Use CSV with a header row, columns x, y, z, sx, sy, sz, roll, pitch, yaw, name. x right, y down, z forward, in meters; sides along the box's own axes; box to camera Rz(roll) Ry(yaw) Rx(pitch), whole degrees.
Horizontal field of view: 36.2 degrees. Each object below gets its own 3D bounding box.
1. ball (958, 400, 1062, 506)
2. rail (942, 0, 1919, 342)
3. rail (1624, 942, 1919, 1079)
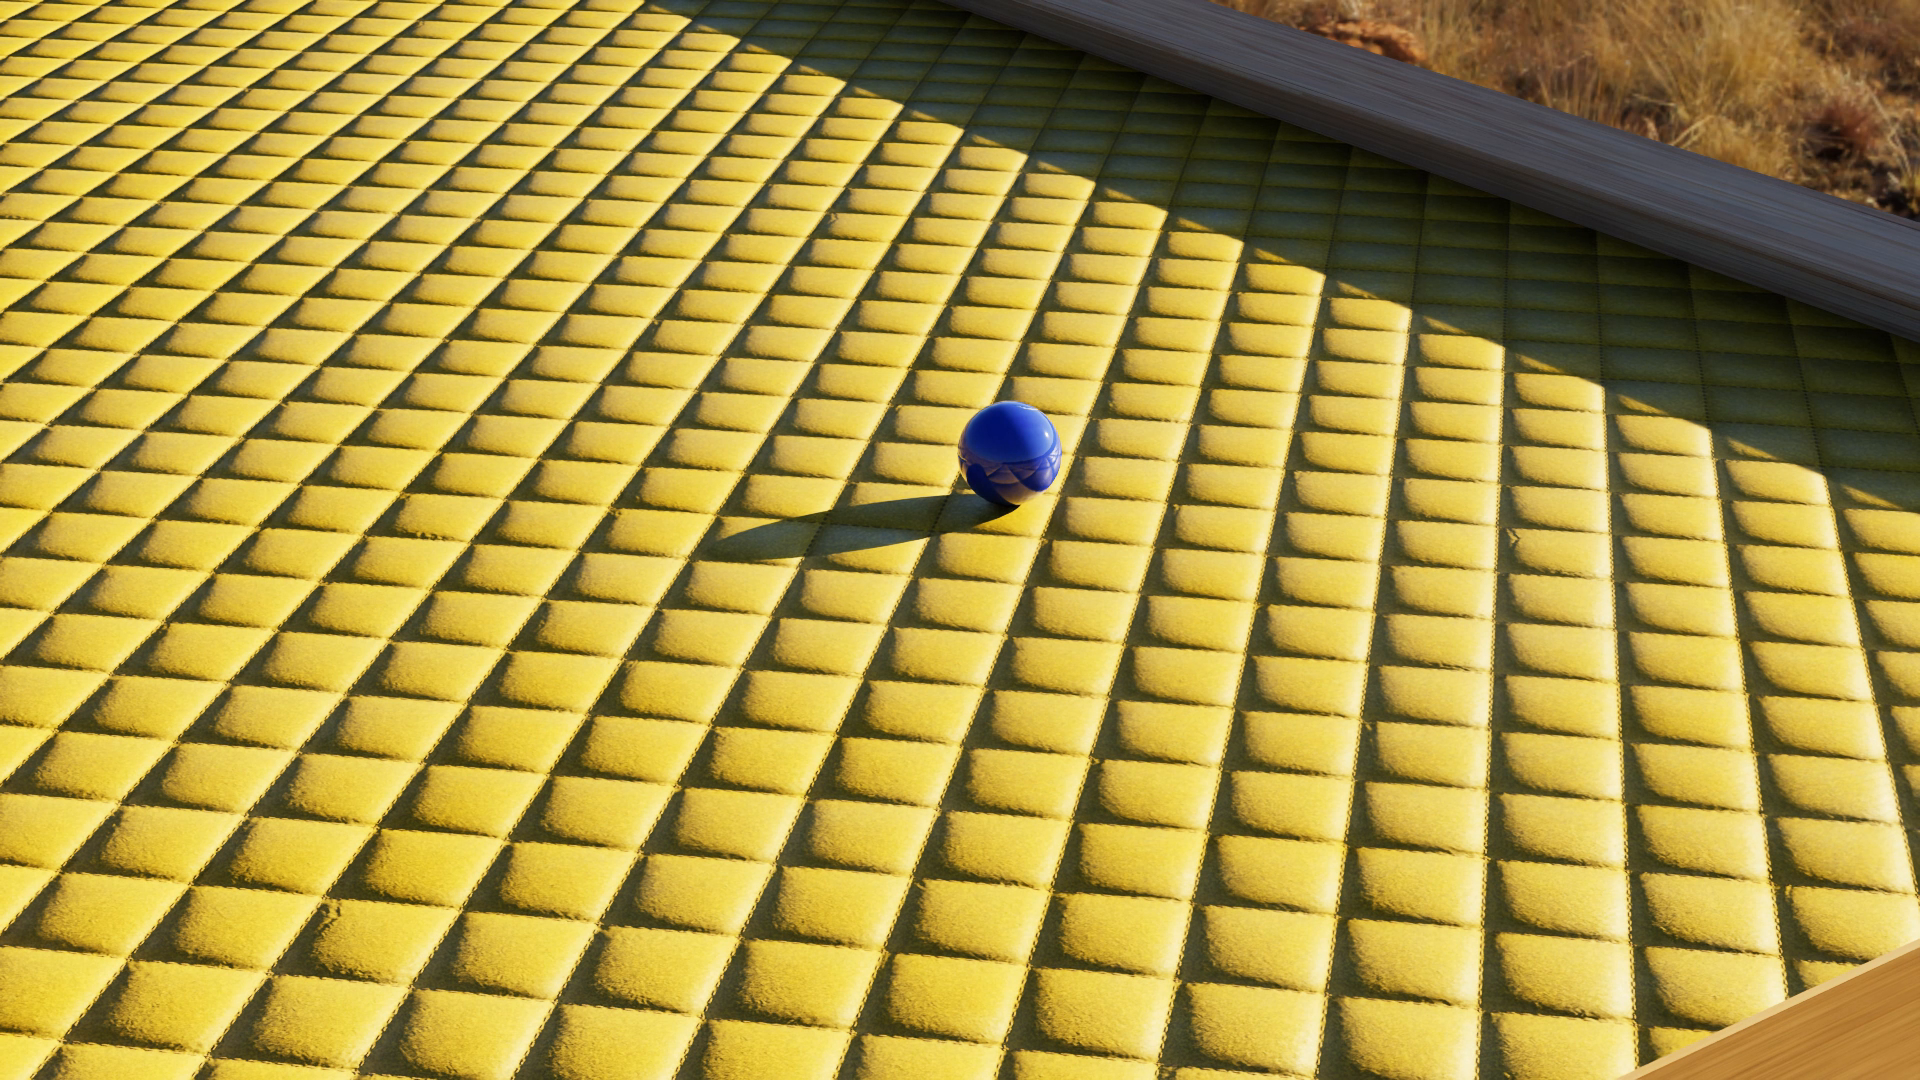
x,y,z,sx,sy,sz,roll,pitch,yaw,name
0.040,-0.070,2.373,0.085,0.085,0.085,0,24,0,ball
0.341,-0.542,3.400,0.045,0.110,3.457,-16,28,-31,rail
0.479,0.262,1.593,2.073,0.110,0.045,-16,28,-31,rail
